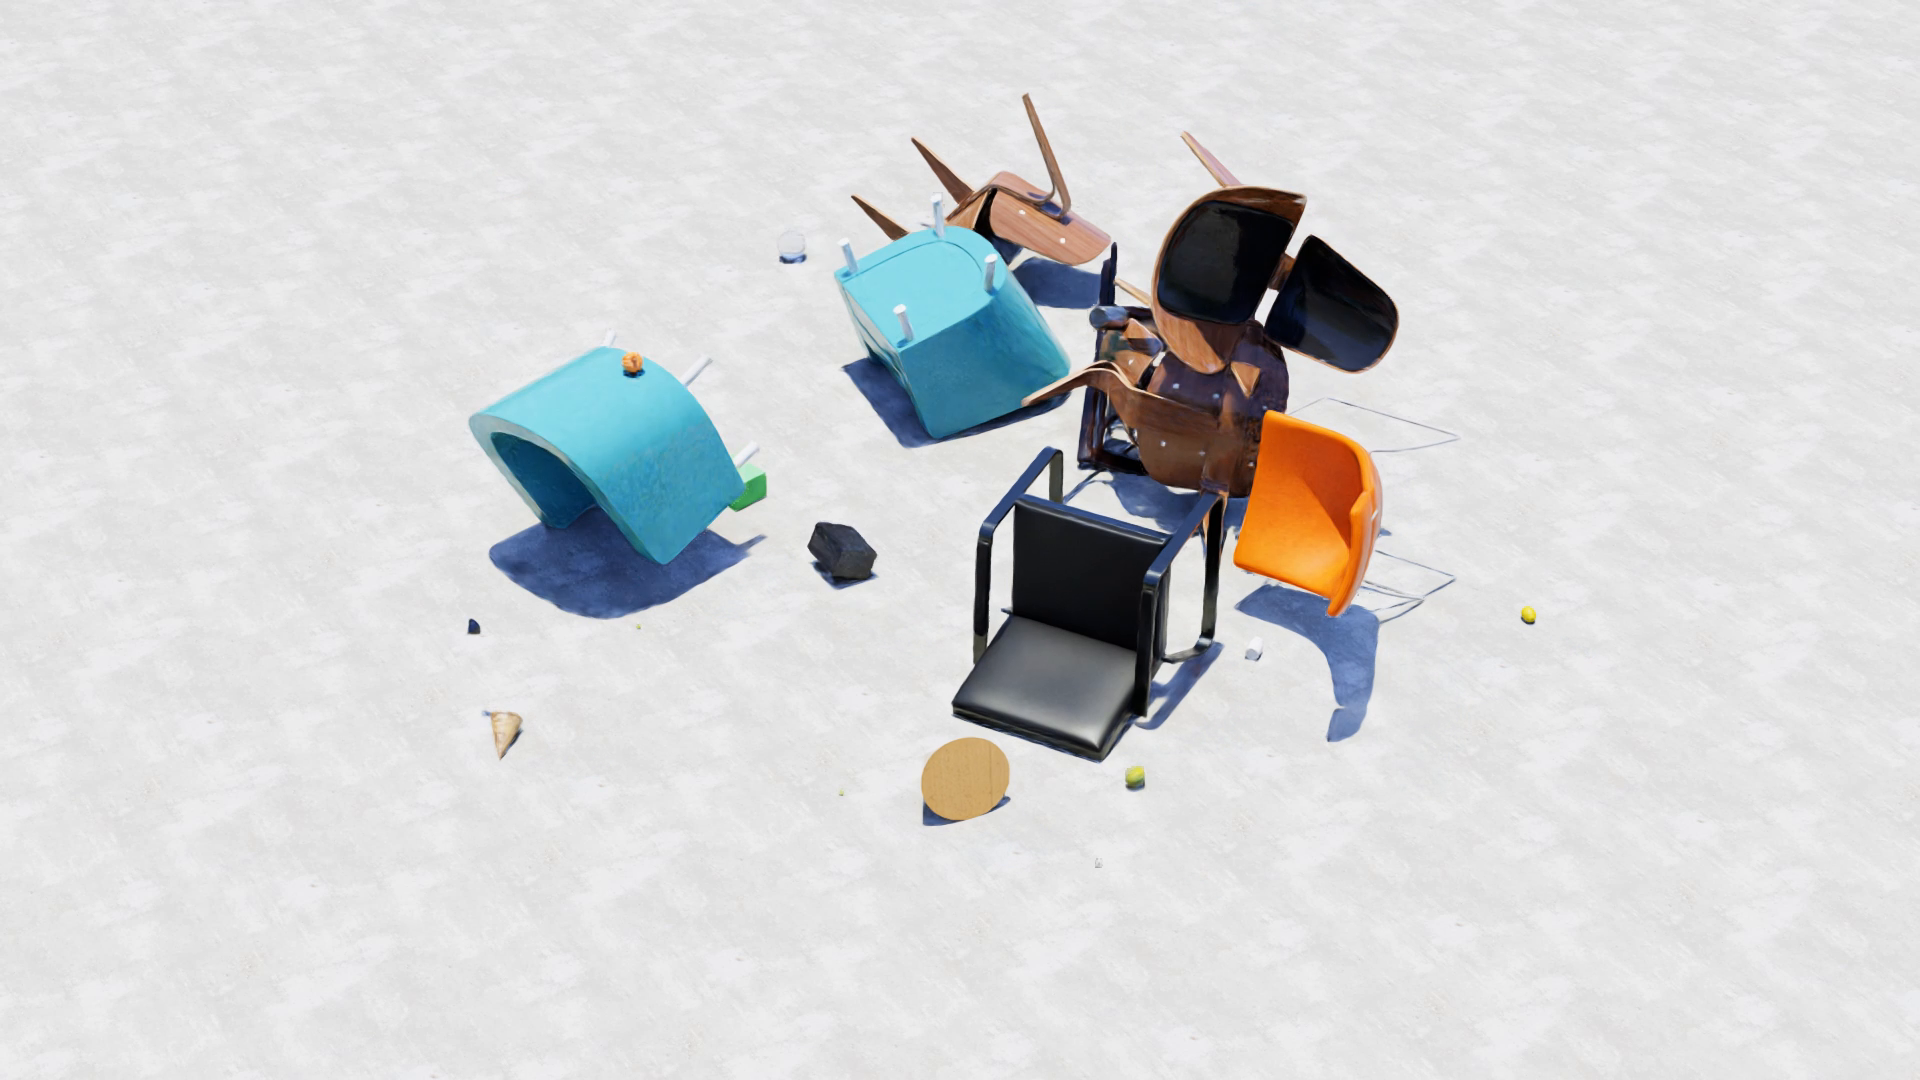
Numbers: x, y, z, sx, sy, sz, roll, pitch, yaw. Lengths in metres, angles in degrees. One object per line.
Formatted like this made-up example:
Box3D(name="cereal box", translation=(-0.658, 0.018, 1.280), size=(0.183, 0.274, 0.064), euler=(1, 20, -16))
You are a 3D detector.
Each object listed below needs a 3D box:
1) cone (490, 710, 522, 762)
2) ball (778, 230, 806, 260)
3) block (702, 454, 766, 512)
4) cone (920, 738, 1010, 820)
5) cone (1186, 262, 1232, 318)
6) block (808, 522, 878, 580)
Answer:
Box3D(name="cone", translation=(-1.540, 0.675, 9.876), size=(0.112, 0.098, 0.181), euler=(16, 47, -15))
Box3D(name="ball", translation=(-0.733, -1.286, 12.780), size=(0.127, 0.127, 0.127), euler=(0, 33, 0))
Box3D(name="block", translation=(-0.860, -0.220, 11.181), size=(0.158, 0.106, 0.188), euler=(-29, 43, -36))
Box3D(name="cone", translation=(-0.053, 0.750, 9.689), size=(0.320, 0.276, 0.348), euler=(-7, 11, -24))
Box3D(name="cone", translation=(1.063, -0.984, 12.019), size=(0.197, 0.172, 0.262), euler=(0, 63, 49))
Box3D(name="block", translation=(-0.431, 0.039, 10.735), size=(0.153, 0.111, 0.209), euler=(8, 24, -37))
